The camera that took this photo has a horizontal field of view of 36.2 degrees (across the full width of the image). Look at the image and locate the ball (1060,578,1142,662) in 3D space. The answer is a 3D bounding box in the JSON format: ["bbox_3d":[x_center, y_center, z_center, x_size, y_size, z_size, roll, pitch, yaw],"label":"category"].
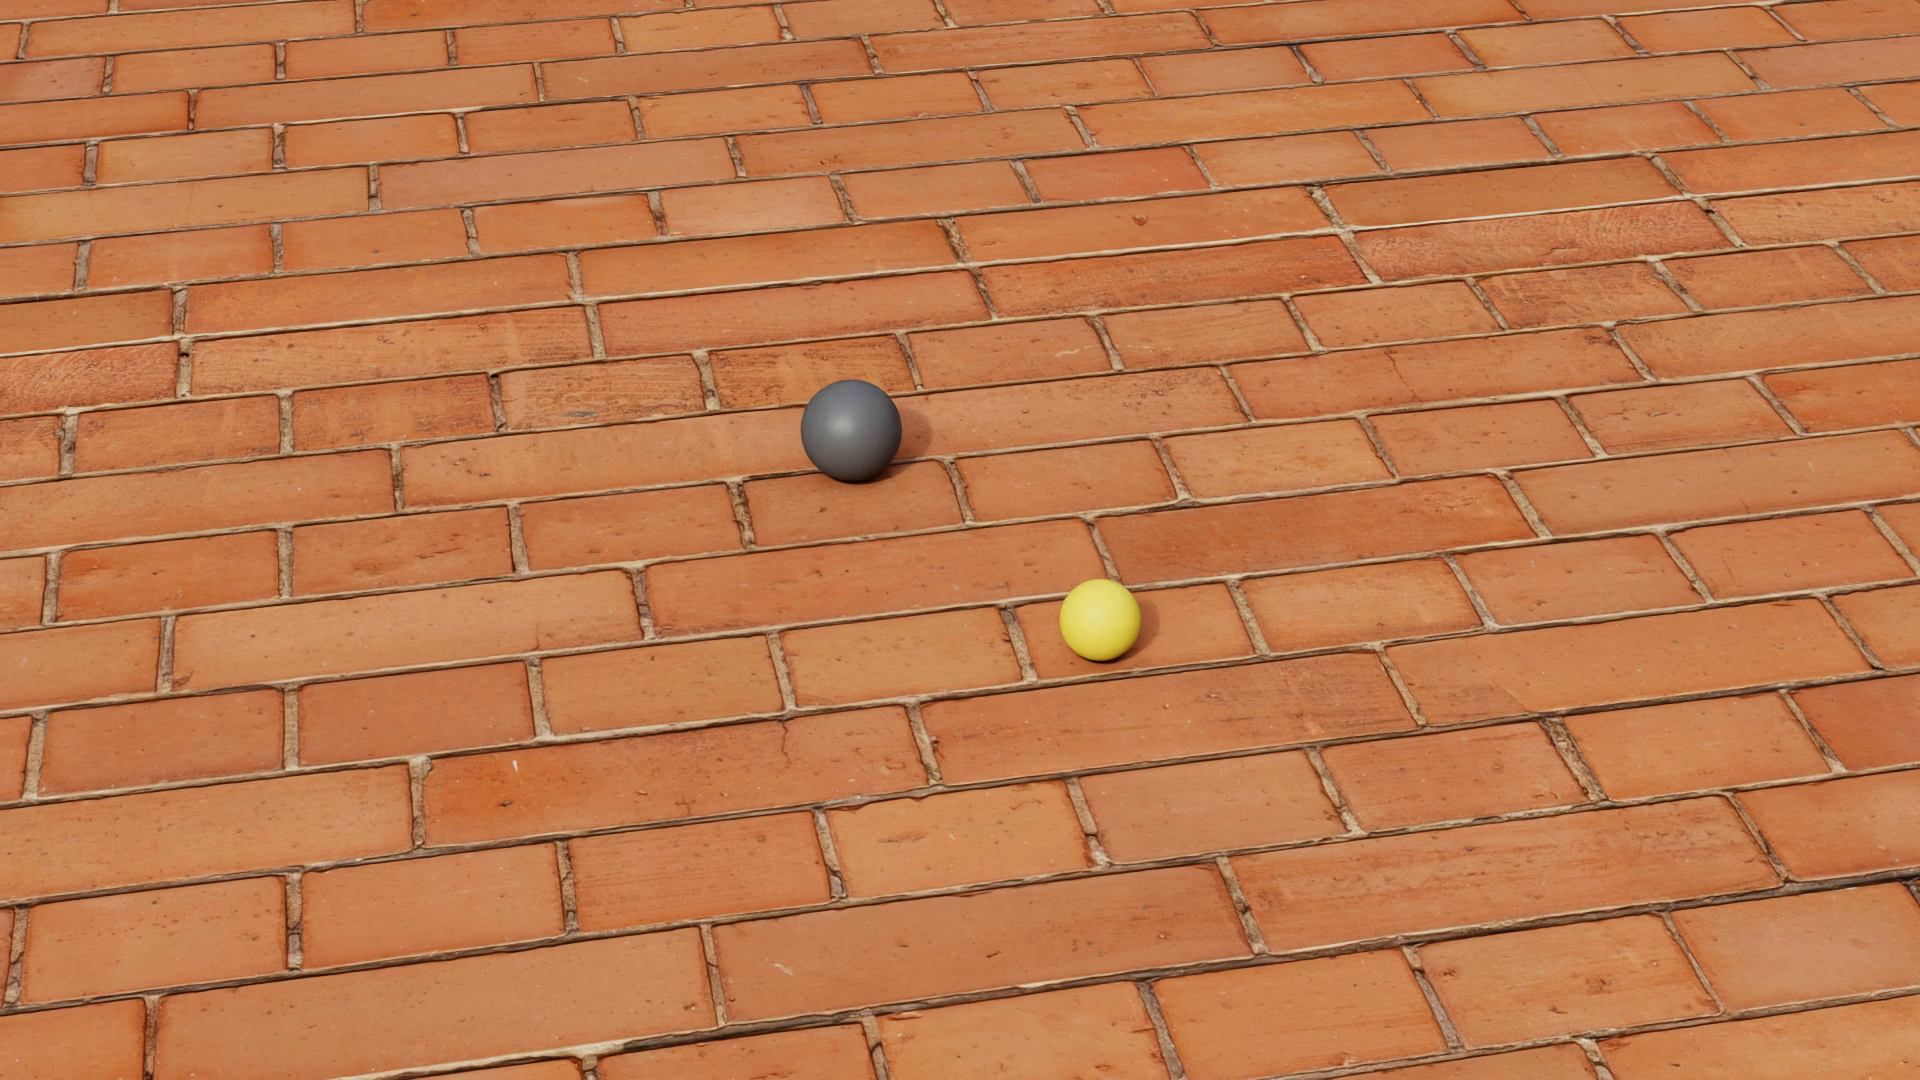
[{"bbox_3d":[0.073,0.042,1.529,0.043,0.043,0.043,0,33,0],"label":"ball"}]

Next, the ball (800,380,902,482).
[{"bbox_3d":[-0.062,-0.063,1.677,0.058,0.058,0.058,0,33,0],"label":"ball"}]
